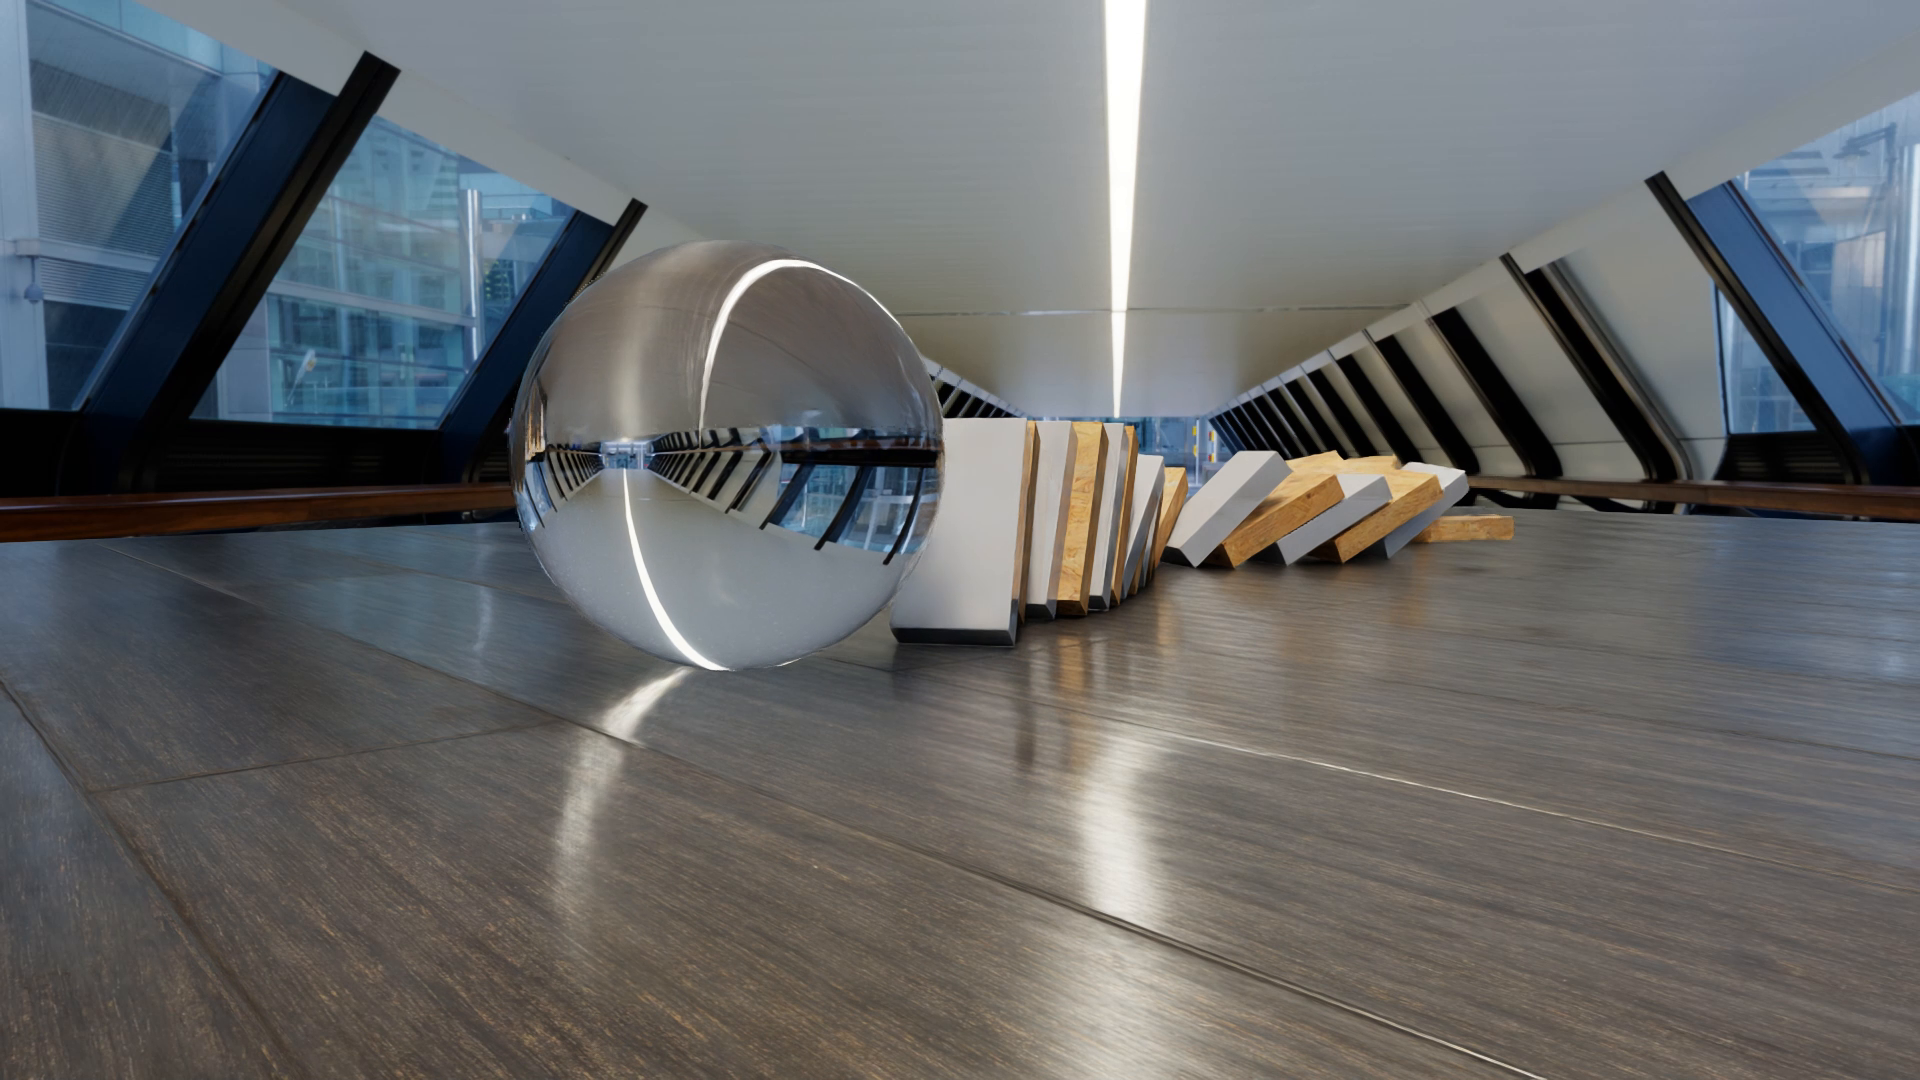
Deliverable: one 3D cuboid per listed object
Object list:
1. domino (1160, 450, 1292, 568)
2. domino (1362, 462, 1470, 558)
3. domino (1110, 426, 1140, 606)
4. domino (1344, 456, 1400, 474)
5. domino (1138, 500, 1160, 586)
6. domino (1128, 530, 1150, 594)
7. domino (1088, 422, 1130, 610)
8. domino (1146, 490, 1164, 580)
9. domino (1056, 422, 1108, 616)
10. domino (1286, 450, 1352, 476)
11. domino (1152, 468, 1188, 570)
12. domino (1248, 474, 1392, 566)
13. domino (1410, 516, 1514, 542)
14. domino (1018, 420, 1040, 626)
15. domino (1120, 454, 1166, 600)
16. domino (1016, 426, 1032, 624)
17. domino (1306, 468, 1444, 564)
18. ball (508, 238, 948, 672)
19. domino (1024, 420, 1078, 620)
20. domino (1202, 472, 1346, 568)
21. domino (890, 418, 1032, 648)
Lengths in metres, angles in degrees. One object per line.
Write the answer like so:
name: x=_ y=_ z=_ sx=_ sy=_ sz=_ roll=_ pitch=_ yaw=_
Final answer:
domino: x=0.091 y=-0.011 z=0.454 sx=0.050 sy=0.010 sz=0.025 roll=-43 pitch=16 yaw=-11
domino: x=0.169 y=-0.012 z=0.492 sx=0.050 sy=0.010 sz=0.025 roll=-34 pitch=28 yaw=-24
domino: x=0.033 y=-0.007 z=0.349 sx=0.025 sy=0.050 sz=0.009 roll=1 pitch=-27 yaw=18
domino: x=0.172 y=-0.018 z=0.557 sx=0.025 sy=0.009 sz=0.050 roll=-3 pitch=35 yaw=37
domino: x=0.047 y=-0.005 z=0.401 sx=0.025 sy=0.010 sz=0.050 roll=1 pitch=36 yaw=14
domino: x=0.043 y=-0.003 z=0.383 sx=0.025 sy=0.009 sz=0.050 roll=1 pitch=36 yaw=16
domino: x=0.029 y=-0.007 z=0.338 sx=0.025 sy=0.050 sz=0.010 roll=1 pitch=-26 yaw=19
domino: x=0.052 y=-0.006 z=0.419 sx=0.025 sy=0.009 sz=0.050 roll=1 pitch=35 yaw=14
domino: x=0.022 y=-0.006 z=0.329 sx=0.025 sy=0.050 sz=0.010 roll=1 pitch=-25 yaw=19
domino: x=0.151 y=-0.017 z=0.523 sx=0.025 sy=0.010 sz=0.050 roll=-12 pitch=38 yaw=-2
domino: x=0.063 y=-0.009 z=0.456 sx=0.025 sy=0.009 sz=0.050 roll=2 pitch=36 yaw=25
domino: x=0.129 y=-0.008 z=0.465 sx=0.050 sy=0.009 sz=0.025 roll=-30 pitch=14 yaw=-16
domino: x=0.219 y=-0.005 z=0.573 sx=0.050 sy=0.009 sz=0.025 roll=-2 pitch=5 yaw=-27
domino: x=0.004 y=-0.005 z=0.310 sx=0.025 sy=0.050 sz=0.010 roll=1 pitch=-25 yaw=12
domino: x=0.041 y=-0.005 z=0.367 sx=0.025 sy=0.009 sz=0.050 roll=6 pitch=45 yaw=21
domino: x=0.002 y=-0.004 z=0.299 sx=0.025 sy=0.050 sz=0.009 roll=1 pitch=-25 yaw=11
domino: x=0.151 y=-0.010 z=0.475 sx=0.050 sy=0.009 sz=0.025 roll=-30 pitch=18 yaw=-16
ball: x=-0.042 y=-0.016 z=0.241 sx=0.080 sy=0.080 sz=0.080 roll=0 pitch=4 yaw=0
domino: x=0.014 y=-0.006 z=0.320 sx=0.025 sy=0.050 sz=0.010 roll=1 pitch=-25 yaw=18
domino: x=0.109 y=-0.008 z=0.458 sx=0.050 sy=0.009 sz=0.025 roll=-30 pitch=13 yaw=-13
domino: x=0.001 y=-0.002 z=0.277 sx=0.025 sy=0.050 sz=0.009 roll=1 pitch=-25 yaw=11
